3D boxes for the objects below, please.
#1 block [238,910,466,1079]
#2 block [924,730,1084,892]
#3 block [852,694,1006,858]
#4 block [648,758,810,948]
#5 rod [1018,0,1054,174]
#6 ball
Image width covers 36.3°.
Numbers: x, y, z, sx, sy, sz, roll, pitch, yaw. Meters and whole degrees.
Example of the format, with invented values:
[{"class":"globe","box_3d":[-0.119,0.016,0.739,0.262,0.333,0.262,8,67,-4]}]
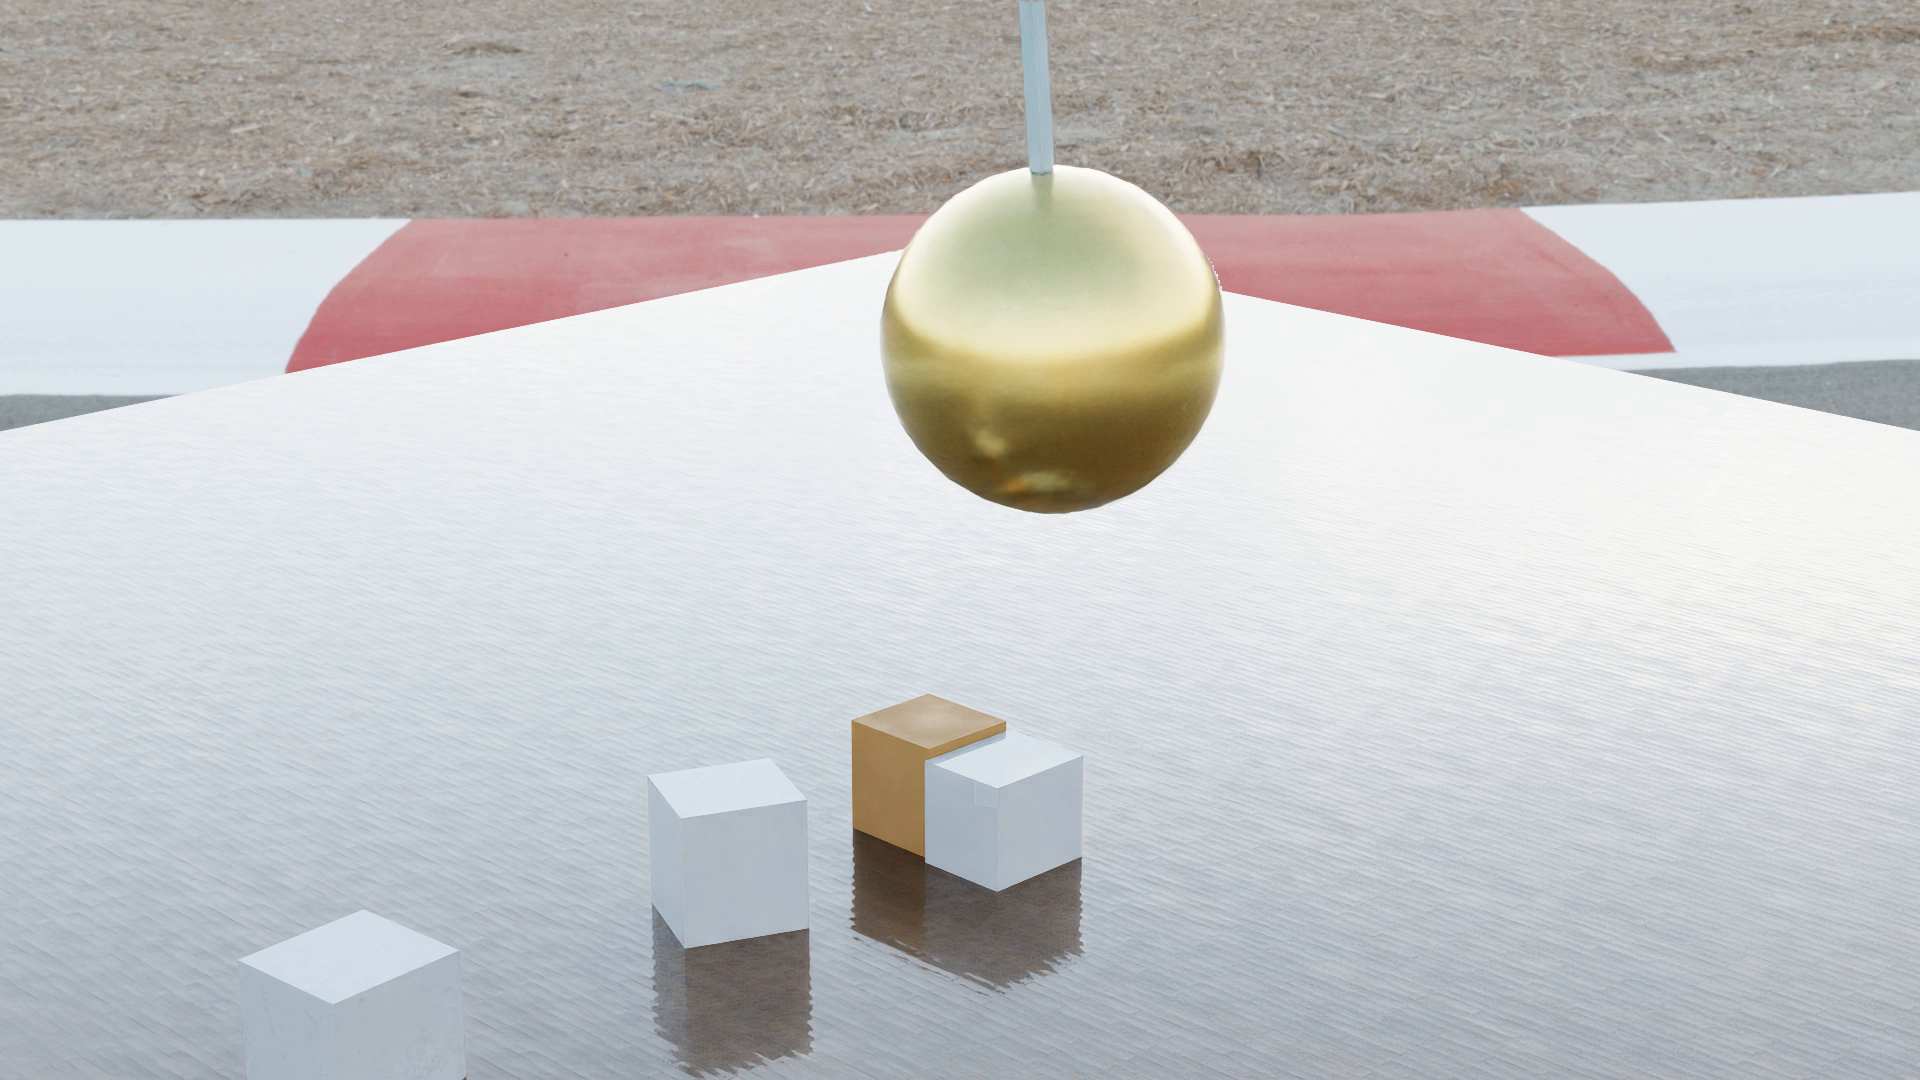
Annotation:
[{"class":"block","box_3d":[-2.373,1.874,11.467,0.587,0.549,0.613,14,22,38]},{"class":"block","box_3d":[0.203,1.243,13.548,0.565,0.504,0.467,-17,24,-42]},{"class":"block","box_3d":[-0.147,1.112,13.893,0.508,0.548,0.525,-17,24,-42]},{"class":"block","box_3d":[-1.025,1.376,12.949,0.569,0.610,0.525,-7,19,-20]},{"class":"rod","box_3d":[0.185,-4.075,12.255,0.080,5.200,0.080,17,30,42]},{"class":"ball","box_3d":[0.427,-0.921,13.500,1.600,1.600,1.600,0,17,0]}]
